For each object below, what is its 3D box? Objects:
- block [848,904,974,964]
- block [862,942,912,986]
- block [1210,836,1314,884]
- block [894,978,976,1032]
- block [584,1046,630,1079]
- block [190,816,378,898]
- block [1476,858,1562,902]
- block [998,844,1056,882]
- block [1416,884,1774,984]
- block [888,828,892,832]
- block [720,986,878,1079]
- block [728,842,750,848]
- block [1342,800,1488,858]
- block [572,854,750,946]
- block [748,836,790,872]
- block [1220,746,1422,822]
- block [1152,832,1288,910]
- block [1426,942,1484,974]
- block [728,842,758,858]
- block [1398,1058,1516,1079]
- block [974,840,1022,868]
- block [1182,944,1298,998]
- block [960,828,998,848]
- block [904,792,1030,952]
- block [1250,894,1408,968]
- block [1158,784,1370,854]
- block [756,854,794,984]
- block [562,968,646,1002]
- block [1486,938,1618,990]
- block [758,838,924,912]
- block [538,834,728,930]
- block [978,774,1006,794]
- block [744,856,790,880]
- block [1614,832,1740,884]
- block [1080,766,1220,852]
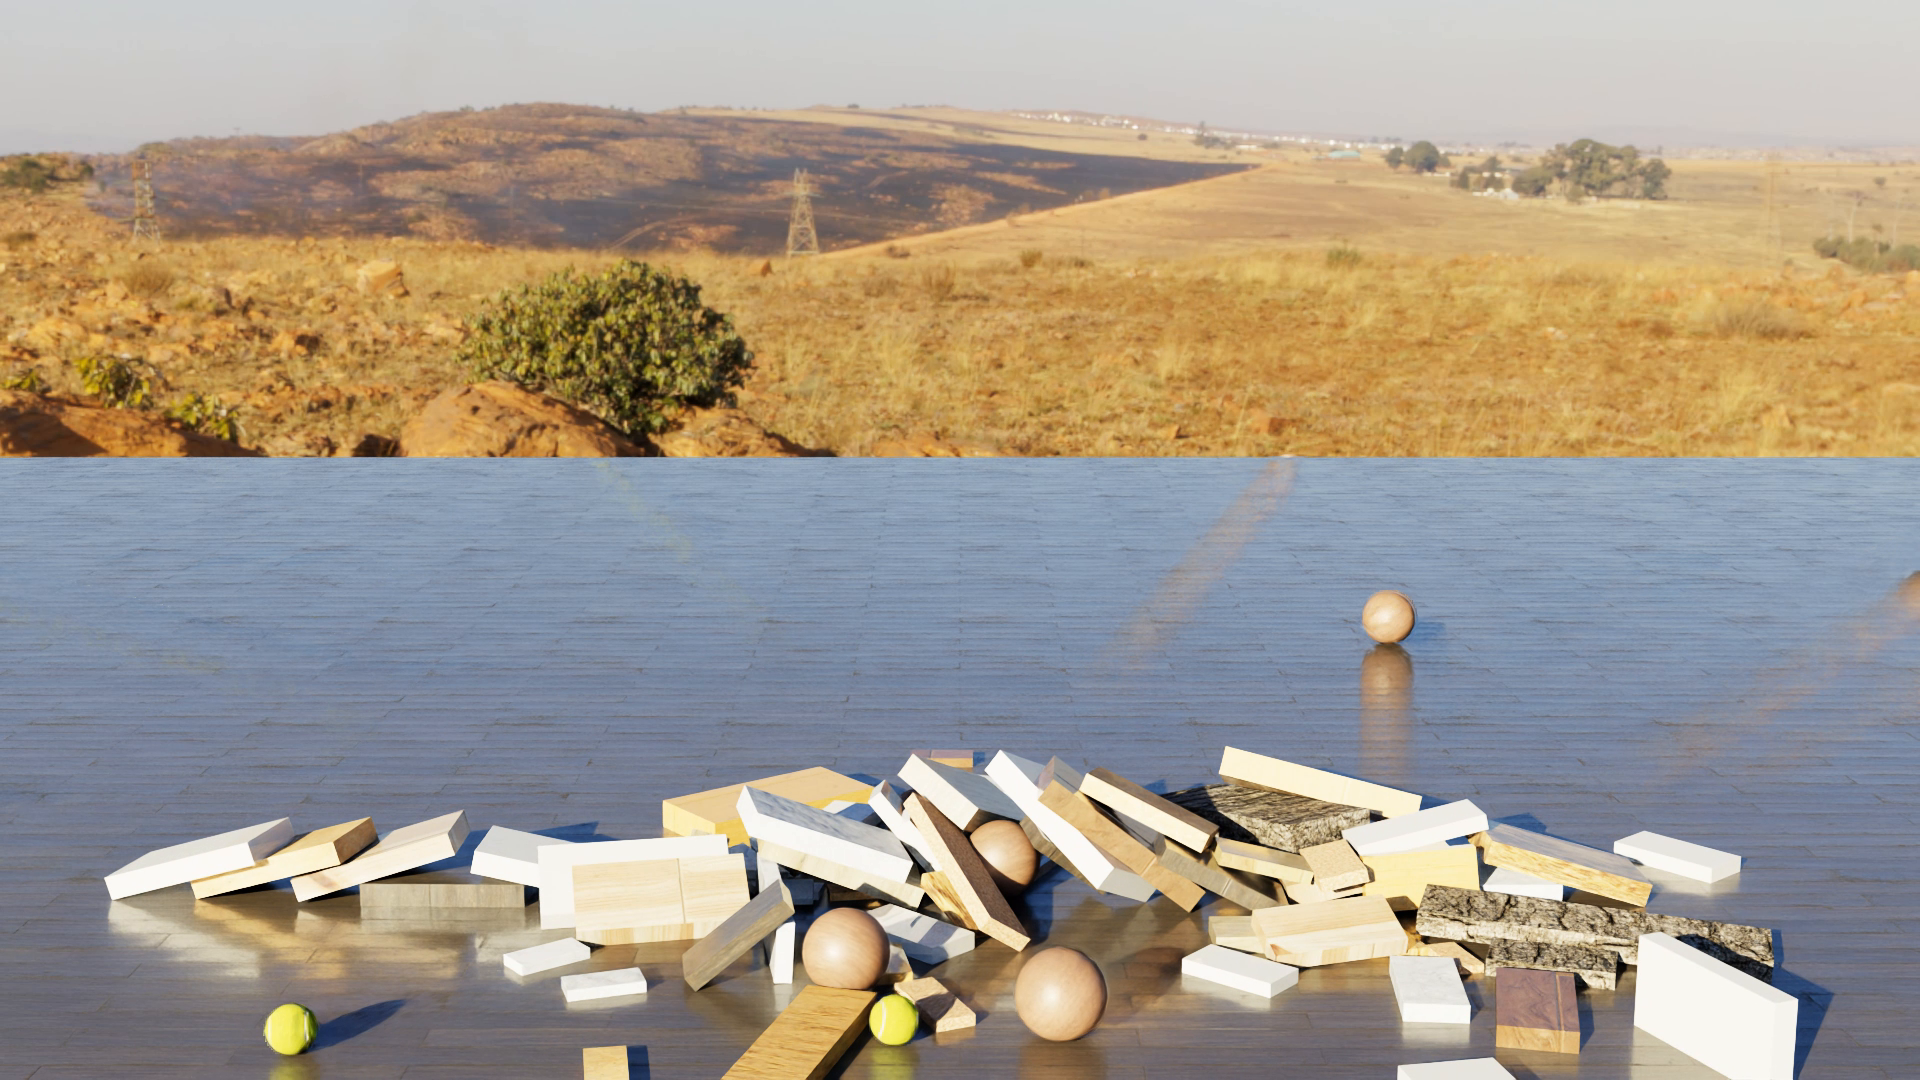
[{"bbox_3d":[-0.077,0.617,3.450,0.187,0.027,0.094,10,14,43],"label":"block"},{"bbox_3d":[-0.111,0.643,3.336,0.061,0.017,0.122,-2,11,-10],"label":"block"},{"bbox_3d":[0.493,0.524,3.597,0.156,0.022,0.078,13,11,-6],"label":"block"},{"bbox_3d":[-0.037,0.672,3.183,0.061,0.017,0.152,-5,12,-24],"label":"block"},{"bbox_3d":[-0.476,0.714,2.959,0.058,0.016,0.116,-2,11,-10],"label":"block"},{"bbox_3d":[-1.128,0.530,3.673,0.274,0.039,0.137,-15,7,14],"label":"block"},{"bbox_3d":[0.847,0.571,3.665,0.276,0.039,0.138,0,11,0],"label":"block"},{"bbox_3d":[0.172,0.540,3.891,0.063,0.018,0.359,5,12,25],"label":"block"},{"bbox_3d":[0.983,0.609,3.418,0.524,0.038,0.134,5,12,17],"label":"block"},{"bbox_3d":[-0.155,0.523,3.981,0.063,0.018,0.126,-10,15,-44],"label":"block"},{"bbox_3d":[-0.227,0.701,2.989,0.107,0.030,0.417,3,11,16],"label":"block"},{"bbox_3d":[-0.391,0.550,3.840,0.113,0.016,0.057,-6,12,-31],"label":"block"},{"bbox_3d":[0.759,0.484,3.671,0.221,0.026,0.092,-14,10,-4],"label":"block"},{"bbox_3d":[-0.475,0.571,3.493,0.274,0.039,0.137,-2,40,-12],"label":"block"},{"bbox_3d":[-0.328,0.544,3.785,0.013,0.047,0.095,-24,22,-31],"label":"block"},{"bbox_3d":[0.647,0.448,3.952,0.350,0.050,0.175,14,-9,12],"label":"block"},{"bbox_3d":[0.423,0.543,3.570,0.222,0.031,0.111,26,10,-4],"label":"block"},{"bbox_3d":[0.756,0.640,3.363,0.048,0.014,0.095,-3,11,-15],"label":"block"},{"bbox_3d":[-0.395,0.551,3.782,0.095,0.013,0.047,-16,37,-43],"label":"block"},{"bbox_3d":[0.670,0.734,2.790,0.134,0.038,0.267,-2,11,-11],"label":"block"},{"bbox_3d":[0.044,0.551,3.832,0.123,0.017,0.062,-10,14,-42],"label":"block"},{"bbox_3d":[0.420,0.647,3.303,0.156,0.022,0.078,9,14,39],"label":"block"},{"bbox_3d":[0.040,0.514,3.911,0.062,0.017,0.123,39,30,31],"label":"block"},{"bbox_3d":[0.008,0.528,3.524,0.092,0.026,0.349,34,10,-34],"label":"block"},{"bbox_3d":[0.568,0.604,3.387,0.213,0.030,0.107,-5,32,-11],"label":"block"},{"bbox_3d":[0.520,0.491,3.901,0.175,0.050,0.416,-6,4,-31],"label":"block"},{"bbox_3d":[-0.291,0.585,3.434,0.027,0.094,0.332,2,10,-11],"label":"block"},{"bbox_3d":[-0.528,0.658,3.257,0.116,0.016,0.058,-4,11,-19],"label":"block"},{"bbox_3d":[0.895,0.640,3.326,0.187,0.027,0.094,3,11,18],"label":"block"},{"bbox_3d":[-0.198,0.527,3.624,0.274,0.039,0.137,21,7,-11],"label":"block"},{"bbox_3d":[-0.527,0.553,3.567,0.305,0.039,0.137,-2,45,-12],"label":"block"},{"bbox_3d":[0.033,0.476,4.212,0.184,0.026,0.092,4,11,21],"label":"block"},{"bbox_3d":[-0.347,0.553,3.706,0.057,0.016,0.113,25,7,41],"label":"block"},{"bbox_3d":[1.244,0.549,3.816,0.094,0.027,0.187,-9,14,-40],"label":"block"},{"bbox_3d":[0.313,0.443,3.625,0.222,0.031,0.111,26,7,14],"label":"block"}]
